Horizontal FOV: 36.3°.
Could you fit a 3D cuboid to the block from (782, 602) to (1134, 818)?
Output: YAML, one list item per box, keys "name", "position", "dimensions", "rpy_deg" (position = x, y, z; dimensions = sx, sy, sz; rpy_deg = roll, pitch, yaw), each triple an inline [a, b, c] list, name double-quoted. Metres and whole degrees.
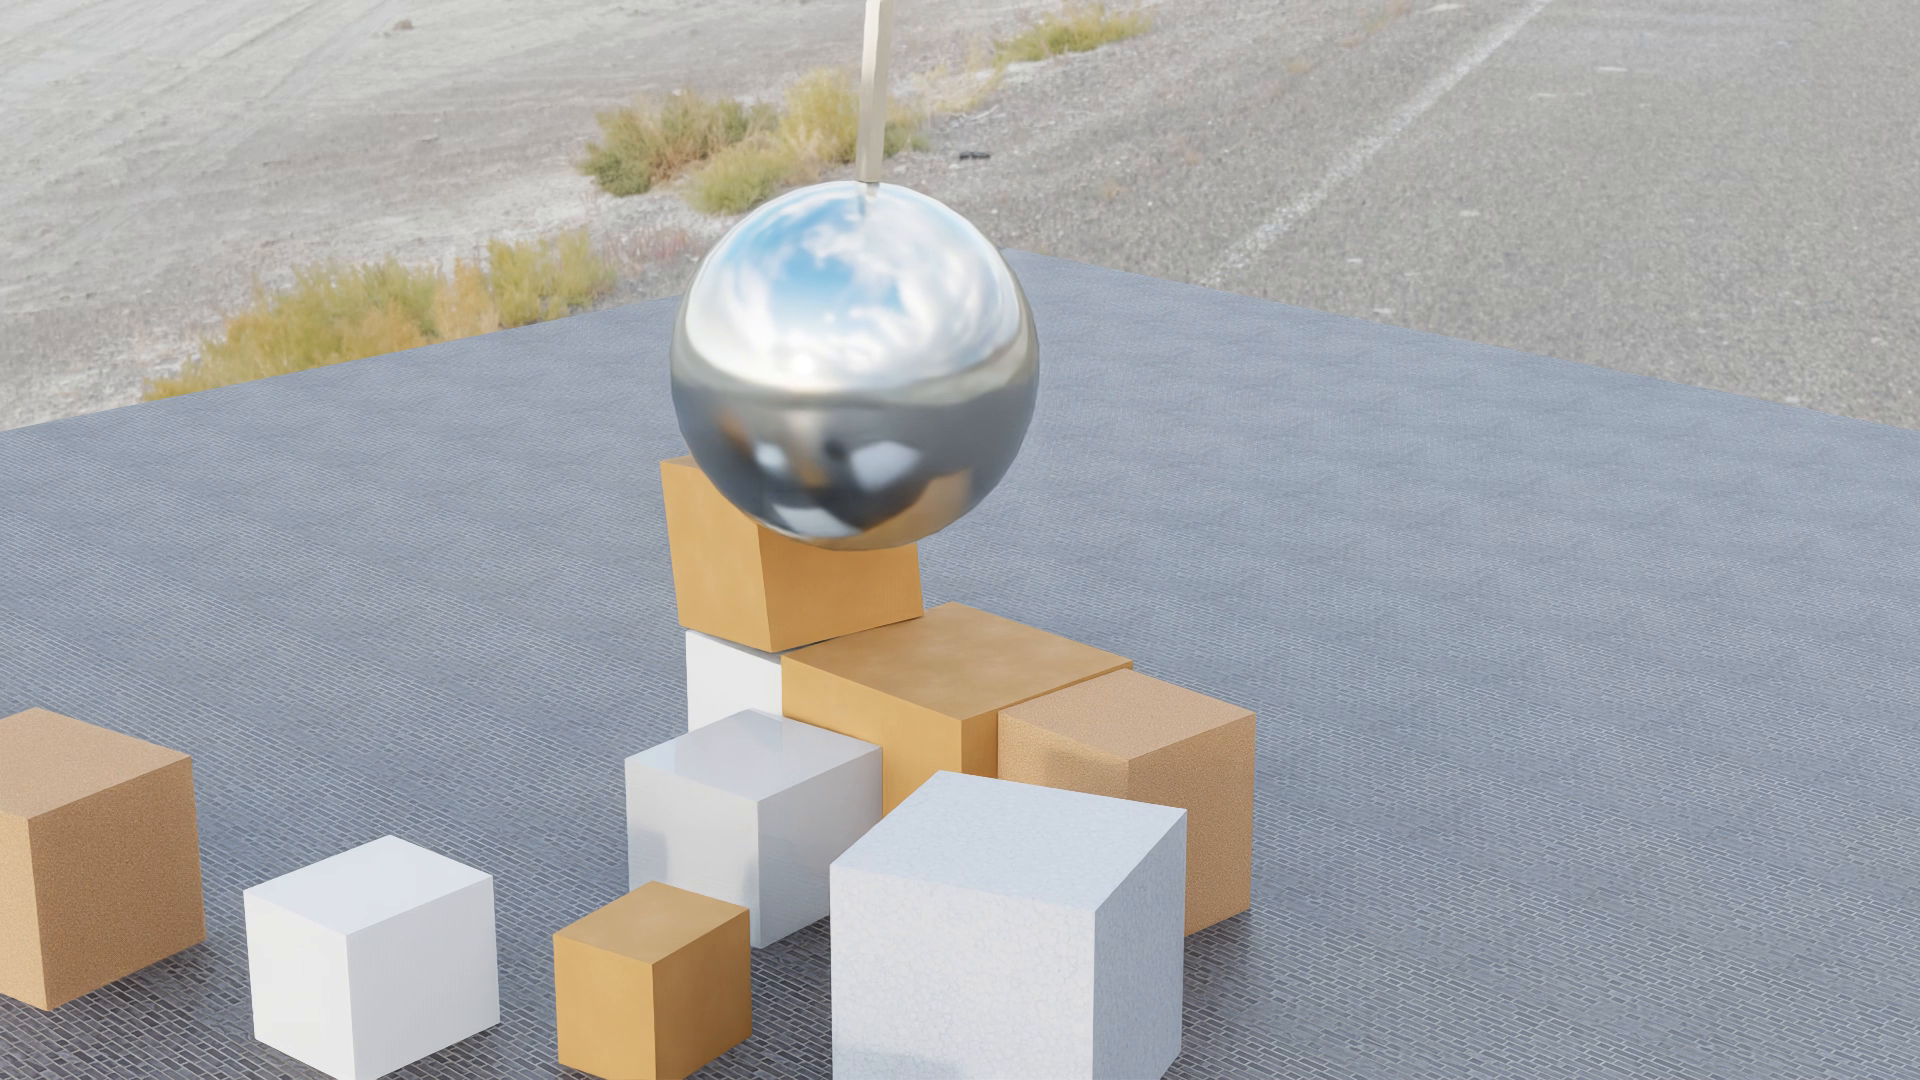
- name: "block"
  position: [-0.015, 0.992, 13.609]
  dimensions: [1.106, 0.947, 1.183]
  rpy_deg: [-16, 24, -42]

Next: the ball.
- name: "ball"
  position: [-0.452, -0.747, 12.633]
  dimensions: [1.600, 1.600, 1.600]
  rpy_deg: [0, 17, 0]

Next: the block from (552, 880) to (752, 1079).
- name: "block"
  position: [-1.223, 1.783, 11.732]
  dimensions: [0.500, 0.564, 0.615]
  rpy_deg: [11, 21, 32]

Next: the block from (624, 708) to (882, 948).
- name: "block"
  position: [-0.917, 1.273, 13.145]
  dimensions: [0.794, 0.688, 0.823]
  rpy_deg: [14, 22, 37]

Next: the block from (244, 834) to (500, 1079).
- name: "block"
  position: [-2.375, 1.690, 11.873]
  dimensions: [0.648, 0.656, 0.741]
  rpy_deg: [14, 22, 38]

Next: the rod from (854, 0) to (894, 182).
- name: "rod"
  position: [-0.196, -4.049, 11.864]
  dimensions: [0.080, 5.200, 0.080]
  rpy_deg: [17, 18, 42]

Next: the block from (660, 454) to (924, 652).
- name: "block"
  position: [-0.811, -0.011, 14.073]
  dimensions: [0.842, 0.820, 0.907]
  rpy_deg: [-13, 14, -32]

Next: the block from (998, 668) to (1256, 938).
- name: "block"
  position: [0.730, 1.199, 12.969]
  dimensions: [0.809, 0.936, 0.788]
  rpy_deg: [-16, 23, -41]

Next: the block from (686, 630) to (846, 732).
- name: "block"
  position: [-0.716, 0.828, 14.328]
  dimensions: [0.907, 0.830, 0.820]
  rpy_deg: [-17, 24, -42]

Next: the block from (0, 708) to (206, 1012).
- name: "block"
  position: [-3.954, 1.349, 12.621]
  dimensions: [1.027, 0.859, 0.853]
  rpy_deg: [12, 21, 33]

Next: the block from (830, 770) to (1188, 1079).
- name: "block"
  position: [0.201, 1.637, 11.386]
  dimensions: [1.058, 1.050, 1.032]
  rpy_deg: [7, 19, 22]
